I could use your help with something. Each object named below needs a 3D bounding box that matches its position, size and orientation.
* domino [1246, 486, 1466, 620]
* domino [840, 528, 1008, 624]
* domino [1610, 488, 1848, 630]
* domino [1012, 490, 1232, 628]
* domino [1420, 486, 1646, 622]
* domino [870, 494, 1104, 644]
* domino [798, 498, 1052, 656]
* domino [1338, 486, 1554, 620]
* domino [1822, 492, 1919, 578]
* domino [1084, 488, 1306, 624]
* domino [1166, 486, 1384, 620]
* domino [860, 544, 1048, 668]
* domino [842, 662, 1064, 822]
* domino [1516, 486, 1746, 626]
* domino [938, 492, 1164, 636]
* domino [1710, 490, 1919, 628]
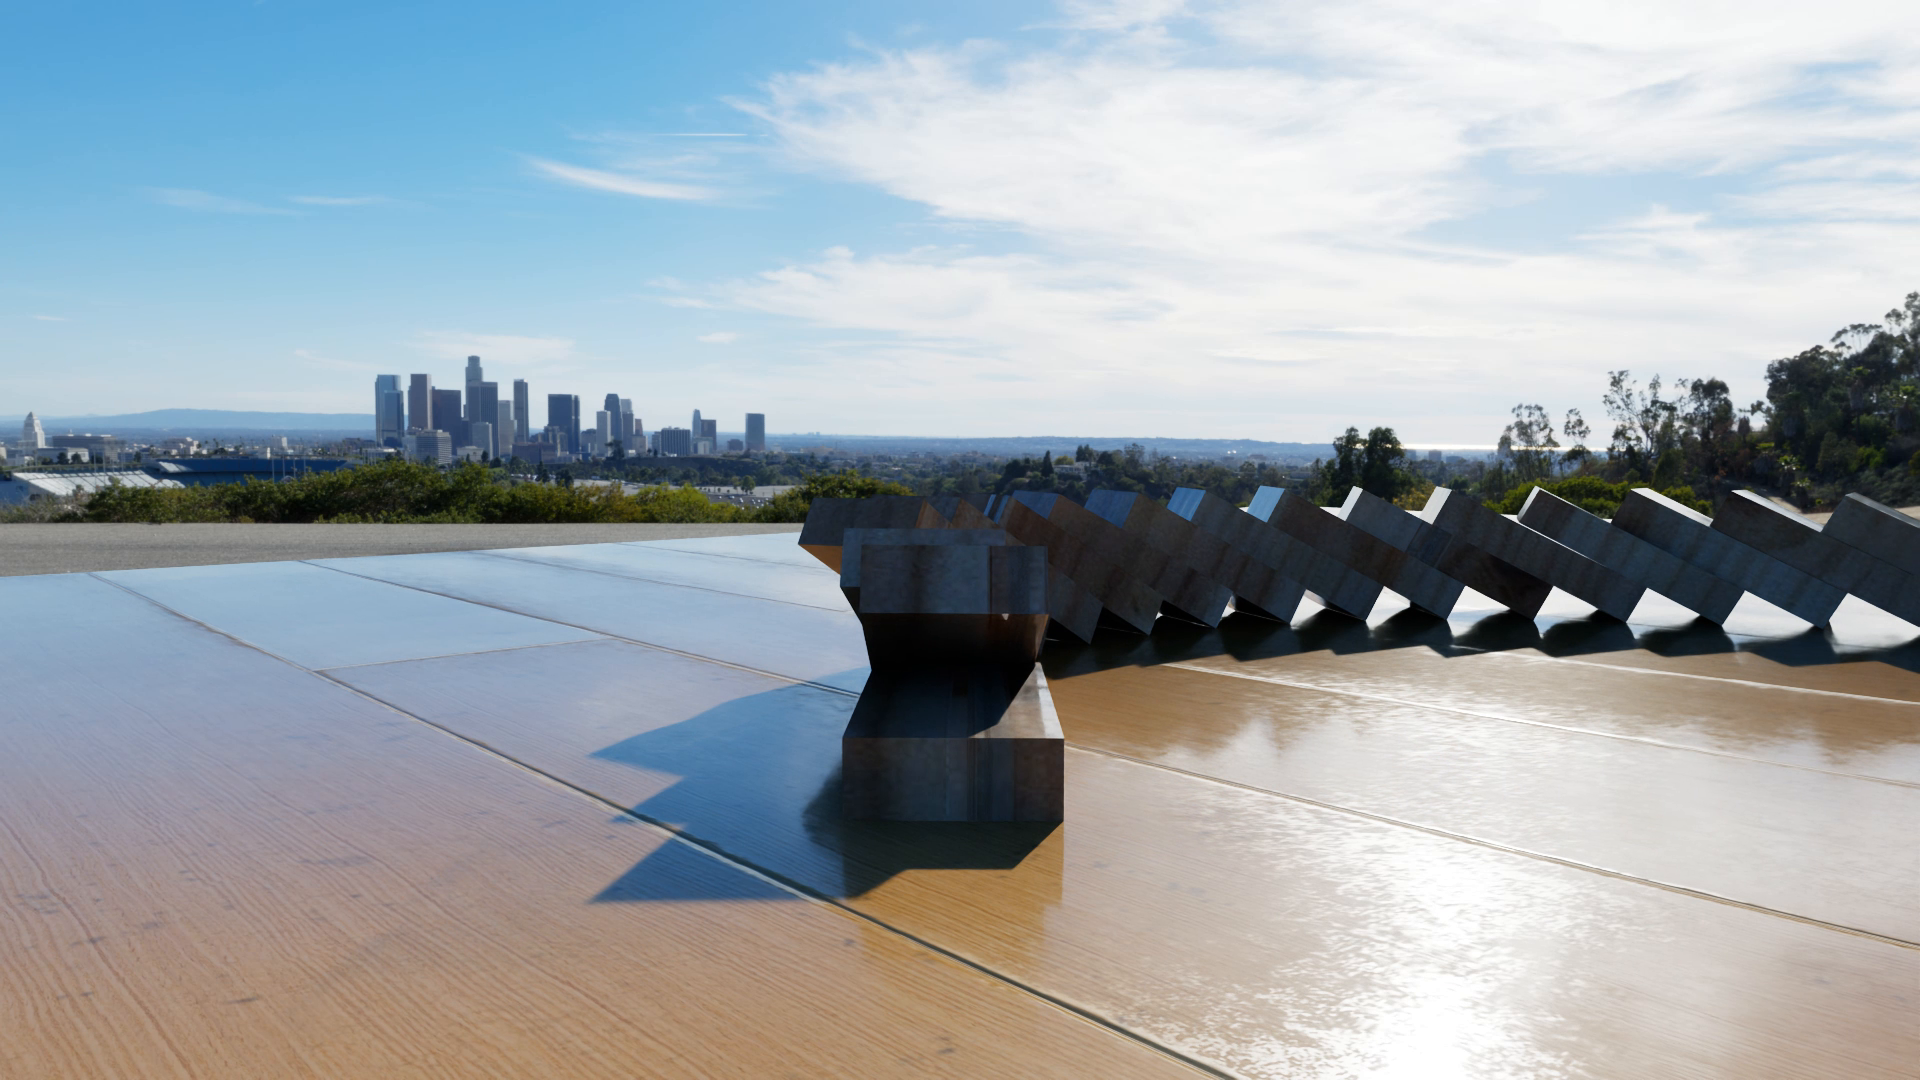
[{"bbox_3d":[0.098,0.003,0.322,0.050,0.009,0.025,28,4,-2],"label":"domino"},{"bbox_3d":[-0.003,0.011,0.219,0.025,0.009,0.050,0,-20,6],"label":"domino"},{"bbox_3d":[0.187,0.003,0.313,0.050,0.010,0.025,34,22,30],"label":"domino"},{"bbox_3d":[0.036,0.004,0.299,0.050,0.010,0.025,28,-6,-20],"label":"domino"},{"bbox_3d":[0.142,0.003,0.321,0.050,0.009,0.025,28,10,9],"label":"domino"},{"bbox_3d":[0.005,0.006,0.265,0.025,0.009,0.050,4,-23,44],"label":"domino"},{"bbox_3d":[-0.005,0.008,0.245,0.025,0.009,0.050,2,-24,34],"label":"domino"},{"bbox_3d":[0.121,0.003,0.324,0.050,0.010,0.025,28,9,9],"label":"domino"},{"bbox_3d":[0.224,0.006,0.288,0.050,0.009,0.025,35,24,32],"label":"domino"},{"bbox_3d":[0.055,0.004,0.308,0.050,0.009,0.025,28,-5,-18],"label":"domino"},{"bbox_3d":[0.076,0.003,0.318,0.050,0.009,0.025,27,1,-7],"label":"domino"},{"bbox_3d":[-0.001,0.014,0.194,0.025,0.010,0.050,0,-19,-1],"label":"domino"},{"bbox_3d":[-0.001,0.025,0.170,0.025,0.010,0.050,0,4,0],"label":"domino"},{"bbox_3d":[0.164,0.003,0.318,0.050,0.010,0.025,31,14,17],"label":"domino"},{"bbox_3d":[0.019,0.005,0.283,0.050,0.010,0.025,31,-15,-33],"label":"domino"},{"bbox_3d":[0.205,0.004,0.301,0.050,0.010,0.025,35,23,32],"label":"domino"}]
